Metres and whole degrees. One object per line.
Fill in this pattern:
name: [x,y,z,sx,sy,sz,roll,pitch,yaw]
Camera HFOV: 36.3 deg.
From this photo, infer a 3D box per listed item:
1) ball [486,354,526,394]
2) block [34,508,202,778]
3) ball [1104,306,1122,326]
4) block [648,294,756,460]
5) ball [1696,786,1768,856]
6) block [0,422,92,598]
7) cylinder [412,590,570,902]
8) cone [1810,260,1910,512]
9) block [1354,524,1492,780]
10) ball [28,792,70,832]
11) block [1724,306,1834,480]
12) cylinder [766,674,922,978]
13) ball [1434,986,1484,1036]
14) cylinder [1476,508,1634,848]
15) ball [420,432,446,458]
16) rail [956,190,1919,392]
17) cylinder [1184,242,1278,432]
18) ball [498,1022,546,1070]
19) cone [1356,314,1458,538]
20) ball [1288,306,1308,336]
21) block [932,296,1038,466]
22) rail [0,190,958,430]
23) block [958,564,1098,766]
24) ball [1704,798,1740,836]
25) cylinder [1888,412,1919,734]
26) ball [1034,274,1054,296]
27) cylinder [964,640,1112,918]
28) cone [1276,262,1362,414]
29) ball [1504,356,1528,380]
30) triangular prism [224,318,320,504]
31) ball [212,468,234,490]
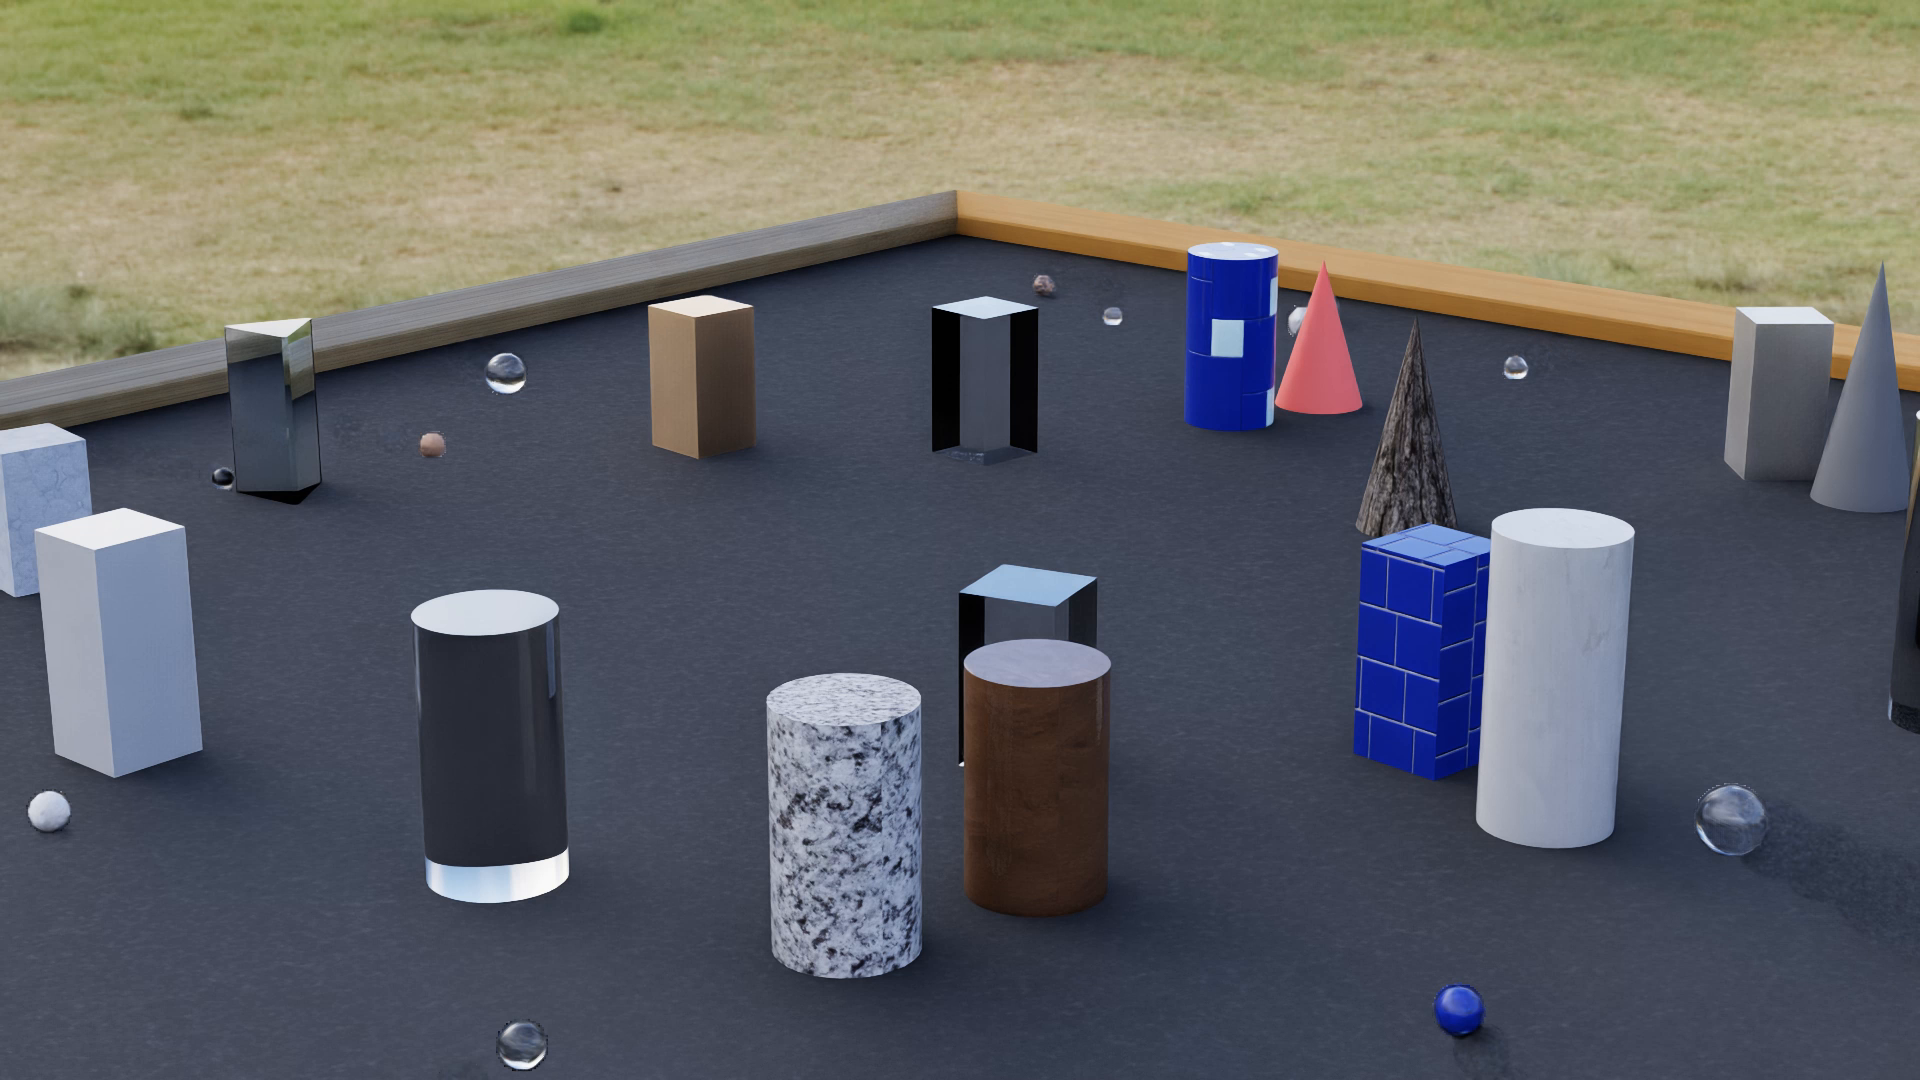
ball: [-1.007,-0.369,6.507,0.091,0.091,0.091,0,17,0]
block: [-1.245,0.150,4.343,0.153,0.349,0.153,14,22,39]
ball: [0.374,-0.547,7.173,0.047,0.047,0.047,0,17,0]
block: [-0.531,-0.338,6.051,0.153,0.296,0.153,-15,23,-41]
ball: [1.054,0.384,4.006,0.096,0.096,0.096,0,17,0]
block: [-1.638,-0.055,5.177,0.153,0.258,0.153,-14,22,-38]
cylinder: [-0.623,0.272,3.898,0.192,0.371,0.192,0,17,0]
cone: [1.754,-0.307,5.640,0.192,0.474,0.192,0,17,0]
block: [0.697,0.163,4.335,0.153,0.329,0.153,-15,22,-40]
ball: [-1.271,0.379,4.092,0.056,0.056,0.056,0,17,0]
block: [1.636,-0.293,5.862,0.153,0.319,0.153,0,17,-1]
cylinder: [-0.144,0.357,3.683,0.192,0.334,0.192,0,17,0]
ball: [0.594,0.560,3.488,0.058,0.058,0.058,0,17,0]
cylinder: [0.823,0.190,4.066,0.192,0.432,0.192,0,17,0]
ball: [-1.079,-0.194,5.995,0.052,0.052,0.052,0,17,0]
rail: [1.628,-0.511,6.915,4.380,0.125,0.045,14,22,39]
cylinder: [0.577,-0.434,6.245,0.192,0.368,0.192,0,17,0]
ball: [-0.508,0.587,3.403,0.056,0.056,0.056,0,17,0]
cone: [0.842,-0.221,5.466,0.192,0.411,0.192,0,17,0]
ball: [0.826,-0.524,7.050,0.074,0.074,0.074,0,17,0]
block: [0.051,-0.326,5.995,0.153,0.305,0.153,-15,23,-41]
rail: [-1.636,-0.379,6.480,0.045,0.125,5.012,14,22,39]
block: [0.101,0.194,4.334,0.153,0.269,0.153,8,19,25]
ball: [1.060,0.385,4.080,0.050,0.050,0.050,0,17,0]
cylinder: [1.531,0.049,4.454,0.192,0.479,0.192,0,17,0]
ball: [0.214,-0.653,7.513,0.053,0.053,0.053,0,17,0]
cylinder: [0.101,0.312,3.861,0.192,0.317,0.192,0,17,0]
cone: [0.787,-0.454,6.390,0.192,0.322,0.192,0,17,0]
ball: [1.257,-0.389,6.637,0.054,0.054,0.054,0,17,0]
triangular prism: [-1.311,-0.258,5.722,0.166,0.332,0.144,11,20,33]
ball: [-1.444,-0.119,5.745,0.043,0.043,0.043,0,17,0]
